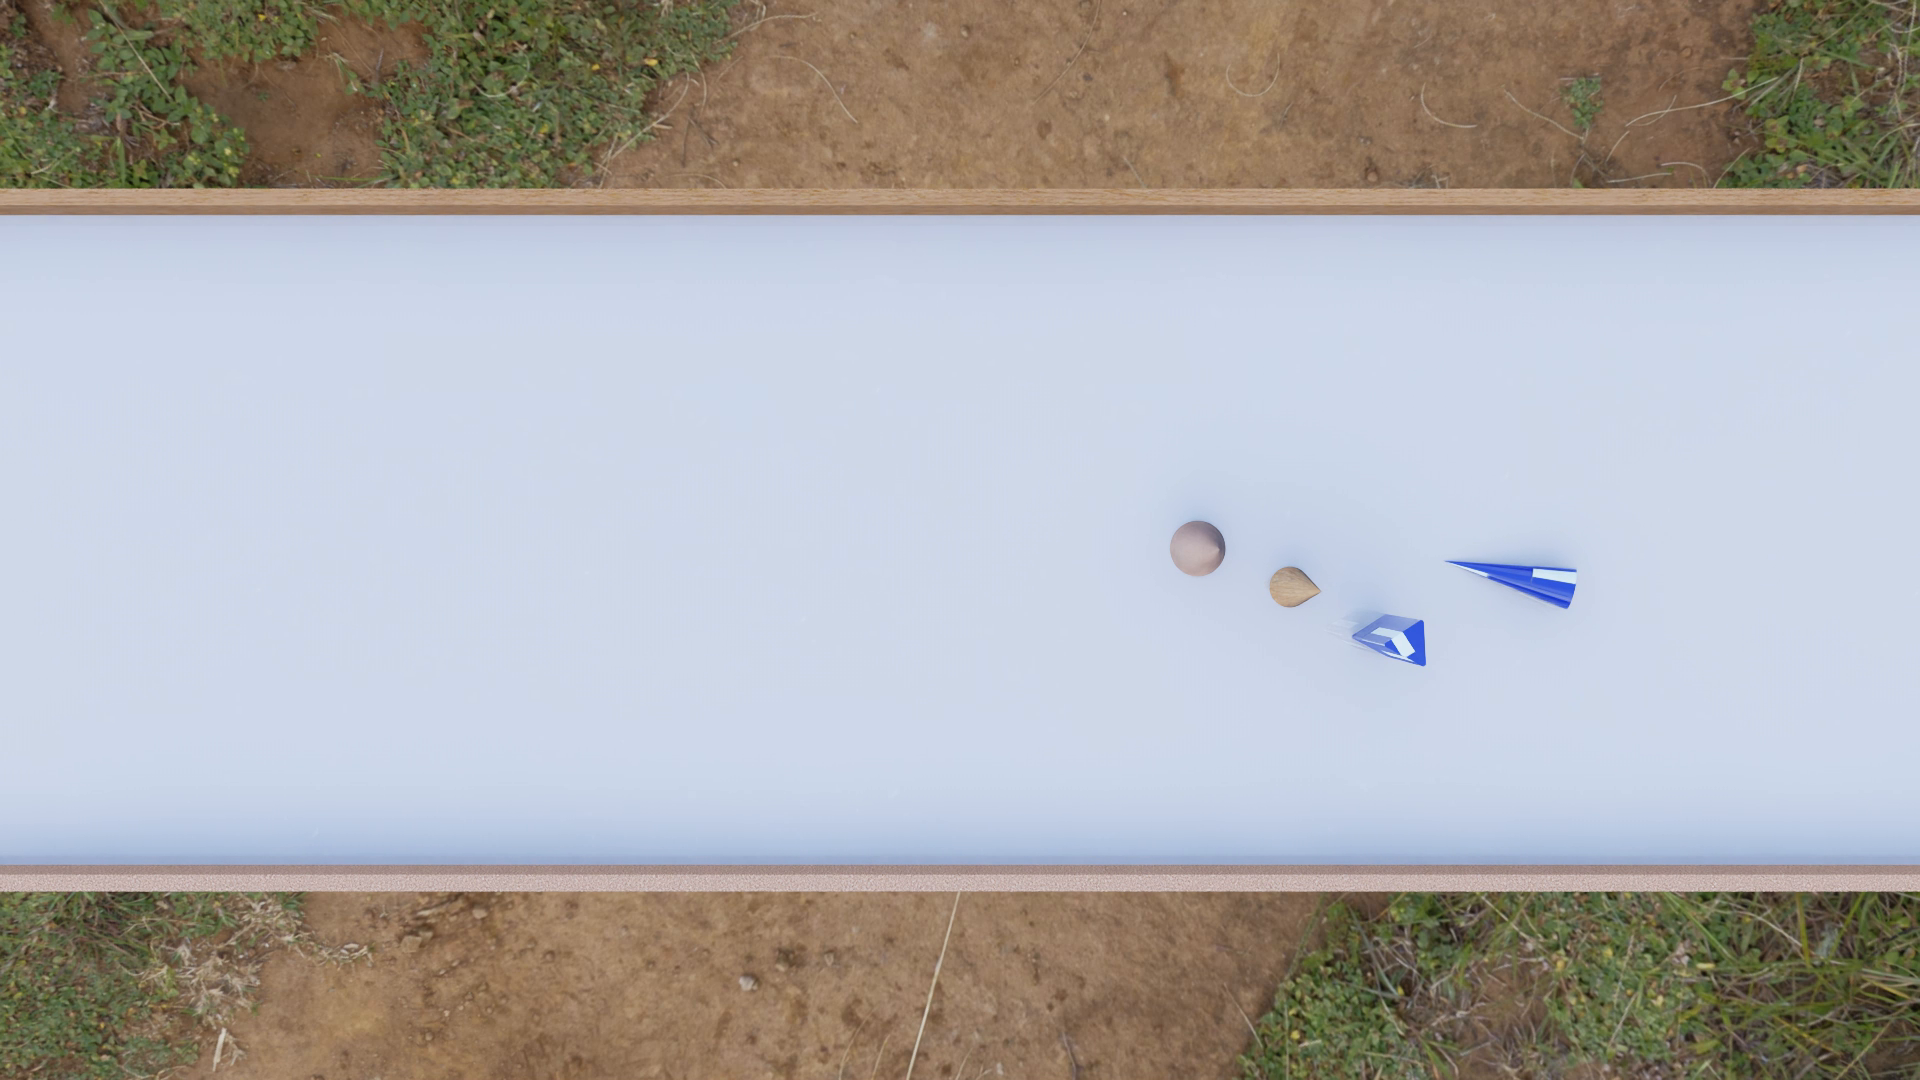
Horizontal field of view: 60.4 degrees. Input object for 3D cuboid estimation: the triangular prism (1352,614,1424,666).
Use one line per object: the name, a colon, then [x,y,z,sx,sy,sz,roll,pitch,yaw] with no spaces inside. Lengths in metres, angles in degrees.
triangular prism: [1.289,0.278,4.881,0.129,0.392,0.112,27,90,0]

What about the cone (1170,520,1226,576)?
cone: [0.732,0.026,4.862,0.172,0.429,0.172,0,90,0]

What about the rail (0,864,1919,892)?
rail: [-2.247,1.025,5.001,12.000,0.150,0.050,0,90,0]

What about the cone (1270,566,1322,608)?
cone: [1.015,0.145,4.852,0.126,0.449,0.126,0,90,0]

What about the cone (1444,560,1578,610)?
cone: [1.671,0.107,5.044,0.384,0.129,0.129,13,90,10]

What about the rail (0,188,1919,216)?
rail: [-2.247,-1.025,5.002,12.000,0.150,0.050,0,90,0]
